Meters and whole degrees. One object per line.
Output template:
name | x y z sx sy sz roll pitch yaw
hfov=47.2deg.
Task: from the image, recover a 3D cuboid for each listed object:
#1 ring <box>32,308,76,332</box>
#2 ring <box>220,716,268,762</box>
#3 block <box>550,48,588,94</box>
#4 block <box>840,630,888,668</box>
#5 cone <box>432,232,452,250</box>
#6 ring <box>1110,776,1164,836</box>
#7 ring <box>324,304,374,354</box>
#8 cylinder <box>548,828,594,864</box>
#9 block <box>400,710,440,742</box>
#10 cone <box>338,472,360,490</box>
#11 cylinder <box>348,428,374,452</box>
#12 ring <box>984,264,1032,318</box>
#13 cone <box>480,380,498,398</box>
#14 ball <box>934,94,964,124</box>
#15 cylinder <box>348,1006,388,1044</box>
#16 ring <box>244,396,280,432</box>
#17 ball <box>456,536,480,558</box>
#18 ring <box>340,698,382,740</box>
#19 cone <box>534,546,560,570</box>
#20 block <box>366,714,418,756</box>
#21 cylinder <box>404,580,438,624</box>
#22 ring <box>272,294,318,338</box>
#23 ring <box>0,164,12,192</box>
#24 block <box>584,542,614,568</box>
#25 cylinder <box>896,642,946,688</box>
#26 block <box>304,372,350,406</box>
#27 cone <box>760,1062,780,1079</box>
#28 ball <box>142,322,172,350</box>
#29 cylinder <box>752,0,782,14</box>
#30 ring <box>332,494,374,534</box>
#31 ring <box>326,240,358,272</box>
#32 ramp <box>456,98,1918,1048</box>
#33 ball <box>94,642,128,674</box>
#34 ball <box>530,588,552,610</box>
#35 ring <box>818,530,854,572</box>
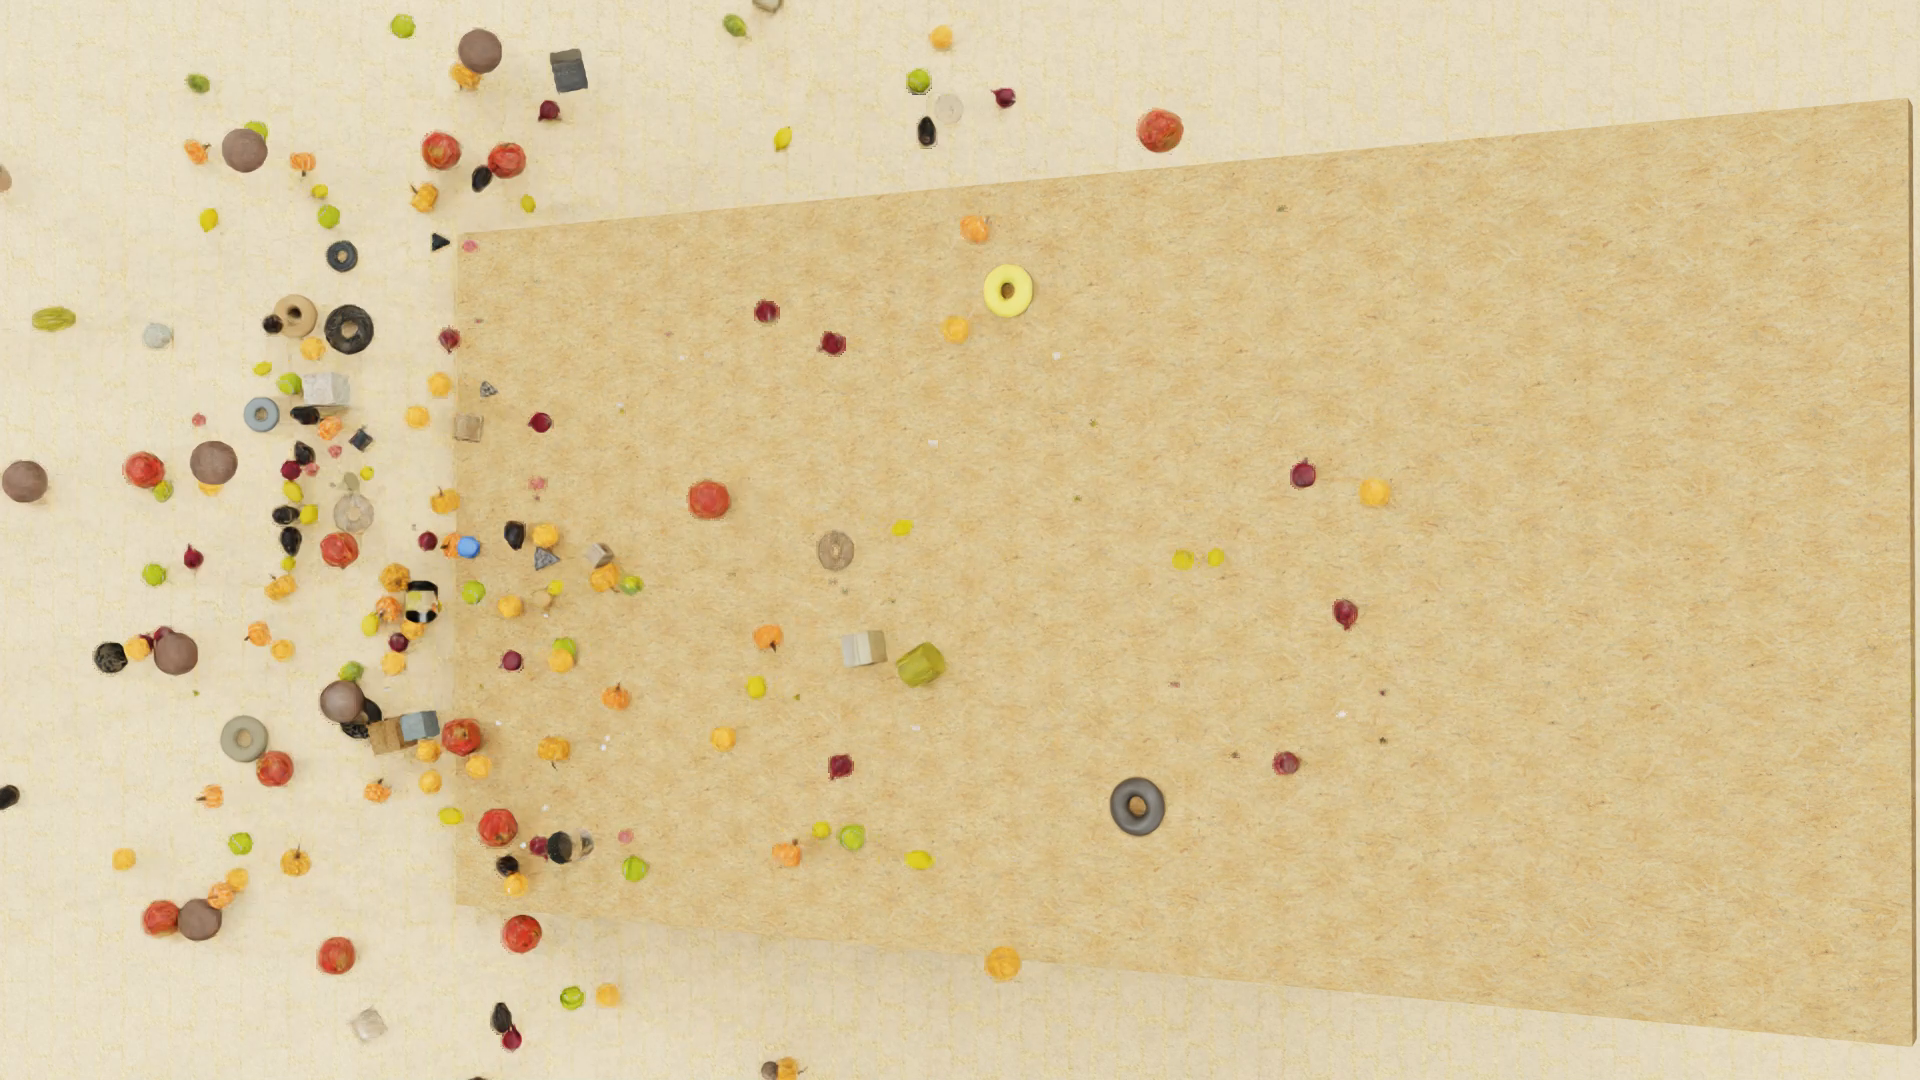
ring | -2.707 -0.659 6.571 0.128 0.128 0.043 3 117 0
ring | -2.154 0.599 6.620 0.143 0.048 0.143 0 90 1
block | -1.161 -1.393 6.526 0.093 0.093 0.093 -12 124 -6
block | -0.253 0.288 5.824 0.084 0.084 0.084 -12 84 28
cone | -1.546 -0.891 6.582 0.056 0.056 0.056 4 89 3
ring | 0.440 0.660 5.458 0.148 0.049 0.148 1 91 30
ring | -1.842 -0.635 6.632 0.149 0.050 0.149 0 90 0
cylinder | -1.114 0.874 6.287 0.093 0.093 0.093 0 89 29
block | -1.614 0.555 6.572 0.076 0.076 0.076 -14 85 20
cone | -1.857 -0.166 6.638 0.060 0.060 0.060 -24 89 26
cylinder | -1.802 -0.302 6.622 0.053 0.053 0.053 38 89 0
ring | 0.123 -0.640 5.648 0.138 0.046 0.138 0 90 28
cone | -1.382 -0.441 6.486 0.054 0.054 0.054 12 89 2
ball | -0.031 -1.199 6.117 0.083 0.083 0.083 0 89 0
cylinder | -1.773 1.454 6.592 0.085 0.085 0.085 -33 89 0
ring | -2.108 -0.378 6.636 0.109 0.036 0.109 0 89 1
ball | -1.450 0.022 6.484 0.066 0.066 0.066 0 89 0
ring | -1.805 0.537 6.623 0.127 0.042 0.127 0 87 -2
cone | -1.187 0.056 6.369 0.075 0.075 0.075 4 89 3
block | -1.698 0.582 6.581 0.096 0.096 0.096 -14 91 19
cylinder | -1.584 0.182 6.471 0.092 0.092 0.092 -6 59 0
ring | -2.006 -0.675 6.634 0.134 0.045 0.134 0 90 0
ring | -2.903 -1.100 6.574 0.048 0.144 0.144 -42 90 12
block | -1.028 0.043 6.272 0.051 0.051 0.051 46 110 21
cylinder | -0.103 0.326 5.736 0.091 0.091 0.091 -32 89 27
block | -1.899 -0.451 6.596 0.093 0.093 0.093 -3 89 17
cone | -0.572 1.602 6.604 0.058 0.058 0.058 0 89 0
ball | -2.416 -0.615 6.616 0.081 0.081 0.081 0 89 0
cylinder | -0.579 -1.635 6.629 0.074 0.074 0.074 28 89 0
ring | -1.829 -0.080 6.631 0.123 0.041 0.123 0 90 -1
ring | -1.865 -0.858 6.642 0.098 0.033 0.098 0 88 0
ramp | 0.274 0.076 5.641 4.000 0.100 2.000 0 89 29
ball | -2.546 0.353 6.598 0.096 0.096 0.096 0 89 0
ball | -1.211 0.172 6.366 0.060 0.060 0.060 0 89 0
ring | -0.334 0.030 5.897 0.111 0.037 0.111 0 90 30
